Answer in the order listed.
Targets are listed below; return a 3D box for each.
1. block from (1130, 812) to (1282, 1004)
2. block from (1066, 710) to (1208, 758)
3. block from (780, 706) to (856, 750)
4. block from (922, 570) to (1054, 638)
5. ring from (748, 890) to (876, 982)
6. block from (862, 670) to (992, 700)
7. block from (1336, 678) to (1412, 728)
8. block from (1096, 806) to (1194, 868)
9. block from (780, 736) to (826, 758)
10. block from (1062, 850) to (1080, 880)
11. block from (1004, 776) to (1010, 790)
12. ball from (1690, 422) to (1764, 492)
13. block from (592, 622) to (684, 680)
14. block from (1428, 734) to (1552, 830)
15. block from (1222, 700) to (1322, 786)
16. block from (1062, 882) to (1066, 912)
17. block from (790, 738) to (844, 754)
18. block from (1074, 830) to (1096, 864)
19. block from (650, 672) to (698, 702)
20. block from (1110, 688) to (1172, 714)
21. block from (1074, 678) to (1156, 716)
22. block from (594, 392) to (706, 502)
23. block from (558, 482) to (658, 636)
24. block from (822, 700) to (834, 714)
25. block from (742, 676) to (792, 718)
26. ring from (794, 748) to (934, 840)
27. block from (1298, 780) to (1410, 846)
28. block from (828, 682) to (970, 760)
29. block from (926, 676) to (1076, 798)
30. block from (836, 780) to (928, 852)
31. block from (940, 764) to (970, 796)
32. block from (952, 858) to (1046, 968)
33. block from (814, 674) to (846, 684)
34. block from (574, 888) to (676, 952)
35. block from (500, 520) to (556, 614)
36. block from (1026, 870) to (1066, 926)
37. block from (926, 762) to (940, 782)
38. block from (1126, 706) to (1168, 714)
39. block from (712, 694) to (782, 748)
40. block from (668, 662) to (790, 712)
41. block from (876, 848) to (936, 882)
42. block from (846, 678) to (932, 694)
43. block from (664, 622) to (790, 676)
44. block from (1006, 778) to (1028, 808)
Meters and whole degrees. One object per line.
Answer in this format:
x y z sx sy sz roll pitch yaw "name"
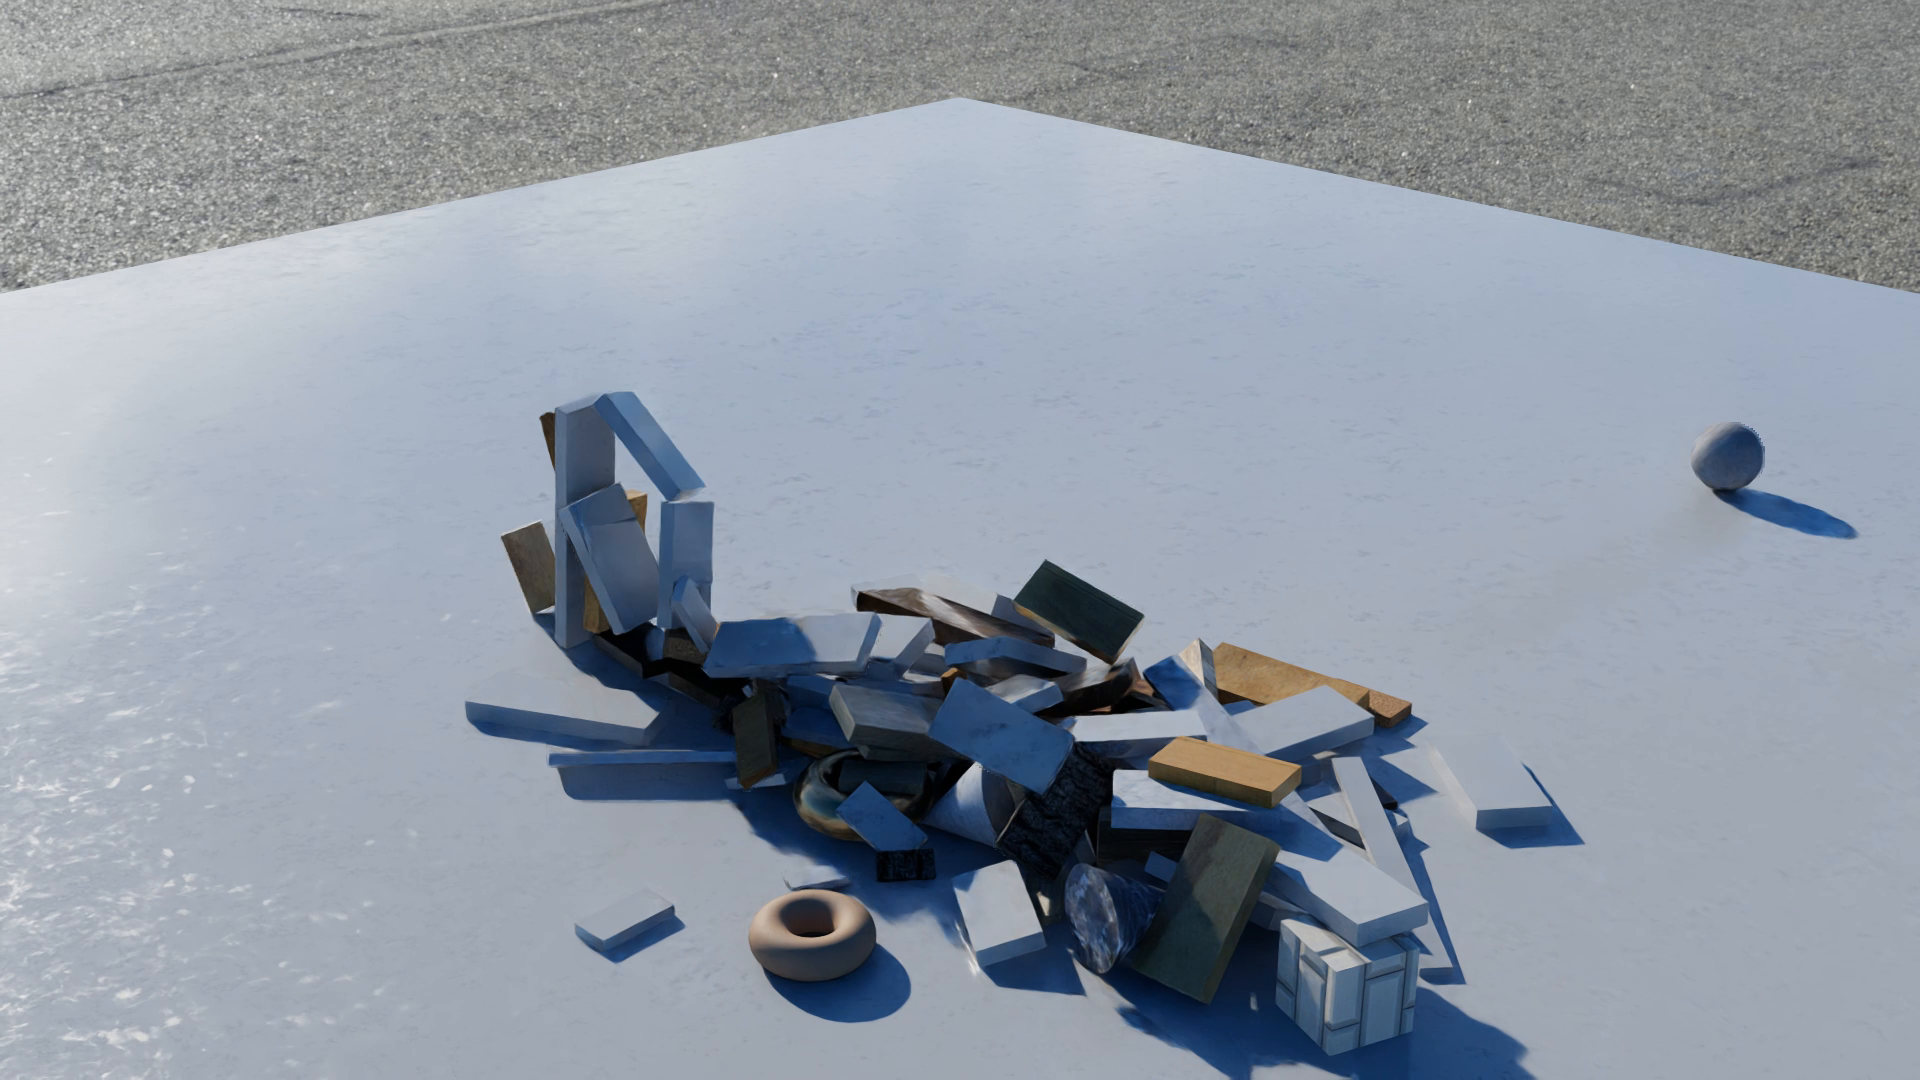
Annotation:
0.435 0.650 3.893 0.152 0.304 0.043 18 -13 41 "block"
0.348 0.385 4.346 0.264 0.037 0.132 -3 18 -2 "block"
-0.278 0.395 4.623 0.180 0.025 0.090 9 28 25 "block"
0.069 0.148 5.153 0.178 0.050 0.356 20 -2 -28 "block"
-0.267 0.714 3.980 0.232 0.077 0.232 1 24 0 "ring"
-0.064 0.315 4.836 0.276 0.039 0.138 4 8 -36 "block"
0.893 0.361 4.875 0.190 0.027 0.095 18 29 37 "block"
0.407 0.573 4.221 0.283 0.142 0.040 1 41 1 "block"
-0.299 0.434 4.689 0.149 0.021 0.074 17 28 21 "block"
0.187 0.575 4.230 0.020 0.140 0.070 -11 15 31 "block"
0.144 0.491 4.336 0.031 0.219 0.109 -19 12 31 "block"
2.112 -0.228 6.056 0.189 0.189 0.189 0 23 0 "ball"
-0.729 0.246 5.043 0.129 0.037 0.258 -16 24 -31 "block"
1.089 0.495 4.538 0.155 0.044 0.310 -3 23 -6 "block"
0.619 0.438 4.672 0.155 0.044 0.310 -9 25 -20 "block"
0.237 0.684 4.122 0.139 0.020 0.070 19 30 38 "block"
-0.257 0.427 4.658 0.180 0.026 0.090 16 27 13 "block"
0.213 0.514 4.281 0.031 0.109 0.219 -19 56 3 "block"
-0.593 0.307 4.991 0.258 0.037 0.129 20 30 39 "block"
0.432 0.416 4.596 0.277 0.139 0.039 20 21 39 "block"
0.301 0.355 4.817 0.247 0.035 0.124 -2 29 12 "block"
-0.685 -0.208 4.867 0.276 0.039 0.138 52 17 6 "block"
-0.766 0.042 4.918 0.153 0.306 0.043 -30 10 -41 "block"
-0.226 0.356 4.601 0.113 0.016 0.057 5 -15 24 "block"
-0.402 0.361 4.749 0.021 0.148 0.074 -36 1 34 "block"
-0.195 0.511 4.439 0.285 0.095 0.285 -1 23 0 "ring"
0.781 0.553 4.419 0.108 0.031 0.216 -19 30 -38 "block"
-0.100 0.371 4.468 0.309 0.044 0.154 11 24 -26 "block"
0.077 0.369 4.128 0.252 0.126 0.036 26 -7 17 "block"
-0.153 0.555 4.285 0.168 0.024 0.084 40 68 17 "block"
0.064 0.506 4.535 0.190 0.027 0.095 6 24 14 "block"
0.069 0.686 4.061 0.126 0.036 0.253 -16 25 -4 "block"
-0.238 0.354 4.798 0.197 0.099 0.028 13 54 28 "block"
-0.620 0.703 4.074 0.084 0.024 0.167 20 30 39 "block"
-1.026 0.065 5.322 0.102 0.203 0.029 -22 11 -12 "block"
0.156 0.669 4.114 0.070 0.020 0.140 -13 27 13 "block"
-0.130 0.448 4.608 0.180 0.026 0.090 16 28 4 "block"
0.406 0.388 4.461 0.084 0.024 0.167 -7 24 -16 "block"
-0.443 0.387 4.651 0.148 0.074 0.021 26 2 -23 "block"
-0.506 0.331 4.849 0.258 0.037 0.129 25 33 33 "block"
-0.105 0.625 4.226 0.112 0.016 0.056 -3 62 -6 "block"
-0.151 0.310 4.660 0.163 0.023 0.081 1 -3 29 "block"
-0.493 0.247 4.939 0.338 0.048 0.169 13 15 -11 "block"
0.156 0.526 4.246 0.031 0.219 0.109 -12 15 31 "block"
